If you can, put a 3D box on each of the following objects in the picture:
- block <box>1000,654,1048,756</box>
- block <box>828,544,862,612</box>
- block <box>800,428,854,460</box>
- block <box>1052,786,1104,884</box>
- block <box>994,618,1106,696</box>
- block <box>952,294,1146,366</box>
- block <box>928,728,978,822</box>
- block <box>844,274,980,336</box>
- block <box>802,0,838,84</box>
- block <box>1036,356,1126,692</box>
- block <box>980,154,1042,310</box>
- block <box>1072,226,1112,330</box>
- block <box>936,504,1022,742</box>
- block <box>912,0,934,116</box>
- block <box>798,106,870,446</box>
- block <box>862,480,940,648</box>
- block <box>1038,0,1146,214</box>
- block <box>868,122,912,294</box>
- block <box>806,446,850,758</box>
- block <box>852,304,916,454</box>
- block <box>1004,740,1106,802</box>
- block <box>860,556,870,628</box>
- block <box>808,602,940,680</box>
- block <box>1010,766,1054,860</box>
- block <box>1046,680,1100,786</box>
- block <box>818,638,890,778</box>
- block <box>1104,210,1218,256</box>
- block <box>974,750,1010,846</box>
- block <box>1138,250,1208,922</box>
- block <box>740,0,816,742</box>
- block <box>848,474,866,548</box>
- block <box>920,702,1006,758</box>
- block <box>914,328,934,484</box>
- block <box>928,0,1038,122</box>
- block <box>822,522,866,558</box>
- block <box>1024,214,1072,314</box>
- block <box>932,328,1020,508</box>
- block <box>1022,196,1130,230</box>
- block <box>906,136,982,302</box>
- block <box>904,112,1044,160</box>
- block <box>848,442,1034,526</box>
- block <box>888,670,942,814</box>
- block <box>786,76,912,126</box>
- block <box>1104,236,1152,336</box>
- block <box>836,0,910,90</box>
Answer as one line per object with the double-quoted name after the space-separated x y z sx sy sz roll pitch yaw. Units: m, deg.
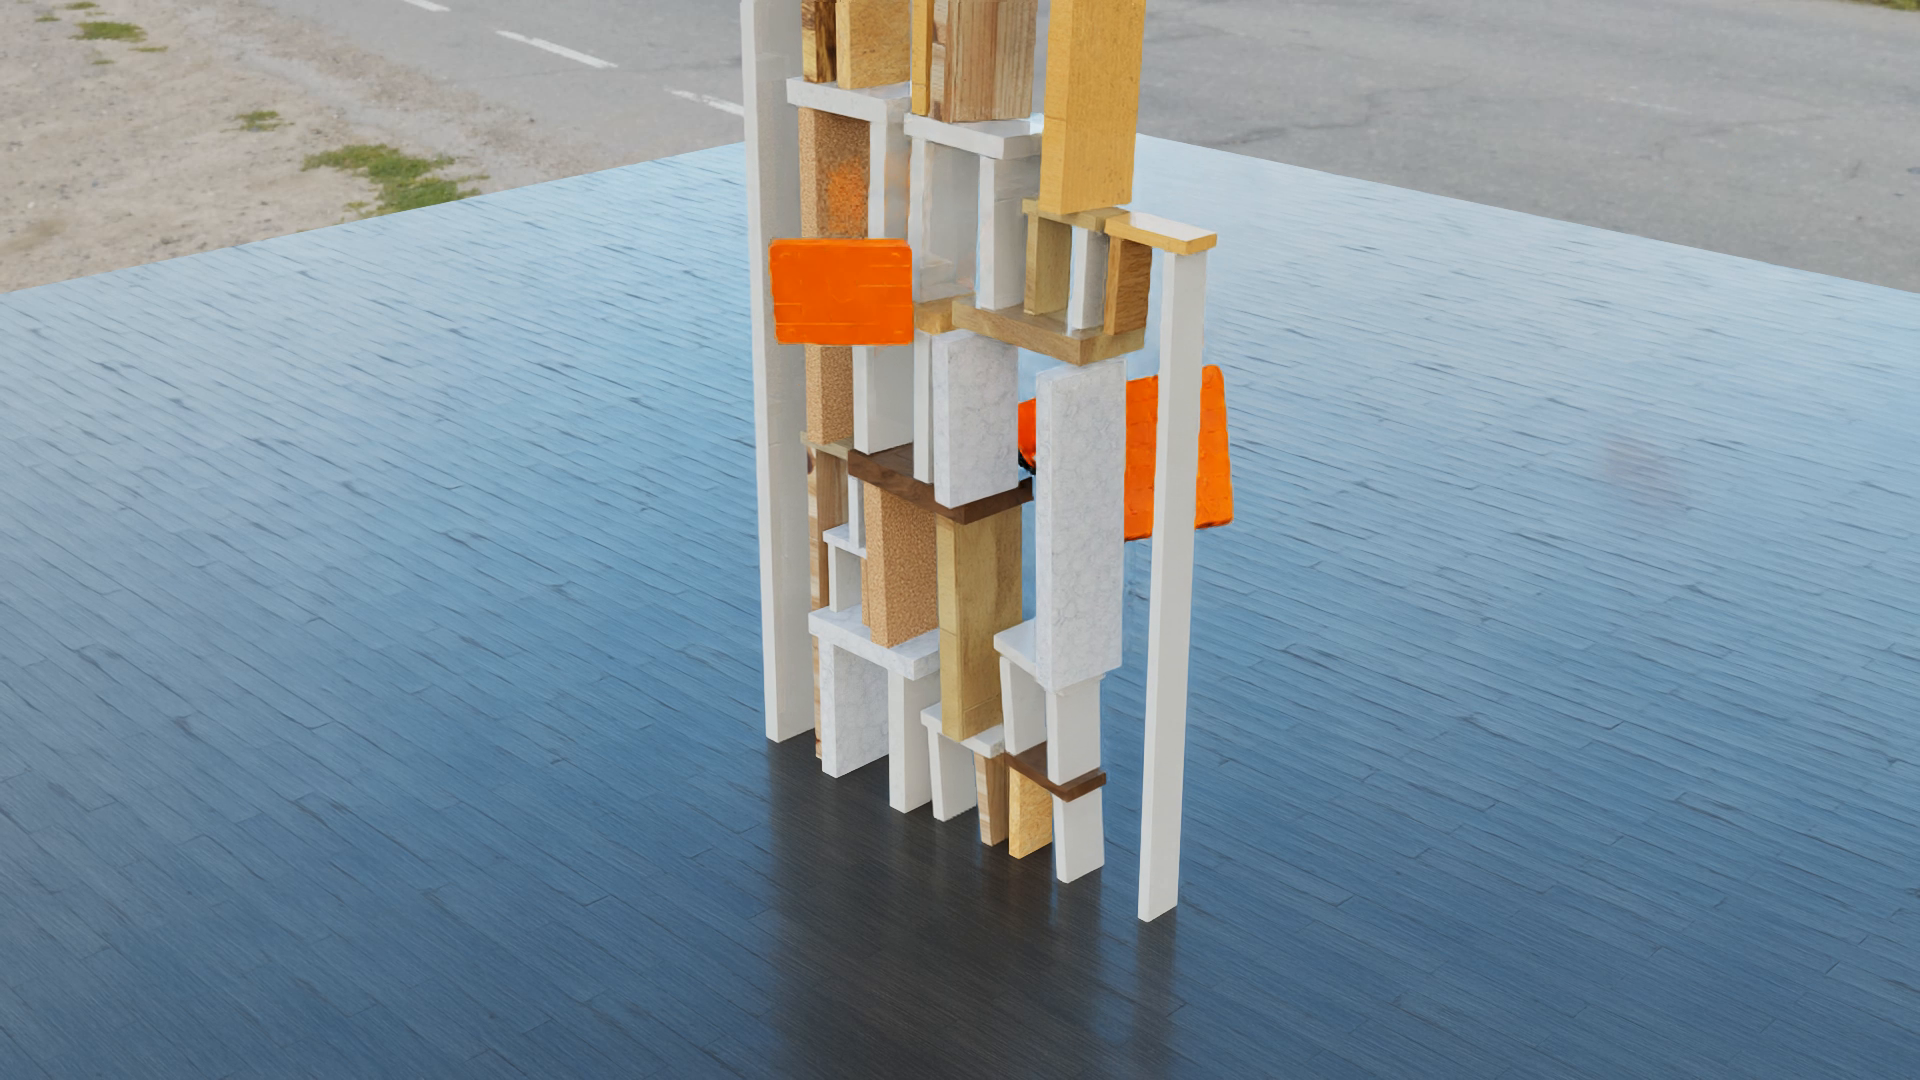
0.130 0.300 4.214 0.103 0.206 0.029 -22 30 -33 "block"
-0.234 0.067 4.505 0.074 0.148 0.021 -21 31 -41 "block"
-0.223 -0.194 4.378 0.182 0.026 0.091 21 31 41 "block"
0.228 0.553 4.202 0.096 0.193 0.027 -21 31 -32 "block"
0.166 0.216 4.097 0.103 0.029 0.206 -21 36 -31 "block"
0.153 -0.378 3.854 0.159 0.045 0.319 -18 29 -39 "block"
-0.012 0.456 4.428 0.100 0.200 0.028 -21 27 -39 "block"
-0.070 -0.445 4.084 0.145 0.041 0.291 -17 28 -35 "block"
-0.224 -0.993 4.055 0.141 0.282 0.040 -18 27 -37 "block"
0.212 -0.025 3.872 0.159 0.609 0.045 -18 32 -29 "block"
0.096 -0.547 3.853 0.133 0.266 0.038 -18 27 -37 "block"
0.233 -0.451 3.741 0.086 0.172 0.024 -16 26 -41 "block"
0.041 0.146 4.223 0.171 0.469 0.049 -21 31 -37 "block"
-0.016 -0.908 3.872 0.140 0.304 0.040 -15 26 -36 "block"
-0.230 -0.518 4.262 0.158 0.661 0.045 -21 31 -40 "block"
-0.105 0.025 4.352 0.049 0.343 0.171 19 30 42 "block"
0.223 -0.782 3.651 0.177 0.461 0.050 -16 27 -42 "block"
-0.092 -0.625 4.051 0.157 0.315 0.045 -18 31 -37 "block"
-0.265 0.126 4.559 0.091 0.706 0.026 -21 31 -41 "block"
-0.134 -0.322 4.220 0.145 0.291 0.041 -17 28 -36 "block"
0.181 0.434 4.201 0.096 0.027 0.193 -21 31 -31 "block"
-0.164 0.095 4.440 0.074 0.148 0.021 -21 31 -40 "block"
-0.146 0.192 4.457 0.155 0.044 0.310 -21 31 -41 "block"
0.140 0.517 4.295 0.096 0.193 0.027 -21 31 -41 "block"
0.212 0.348 4.105 0.103 0.206 0.029 -21 33 -31 "block"
-0.219 0.326 4.594 0.155 0.311 0.044 -21 31 -41 "block"
0.333 -0.509 3.646 0.169 0.024 0.085 23 30 38 "block"
0.082 0.492 4.338 0.100 0.200 0.028 -22 27 -37 "block"
0.371 0.107 3.870 0.024 1.279 0.085 21 31 41 "block"
-0.351 -0.378 4.450 0.141 1.719 0.040 -20 30 -39 "block"
-0.179 -0.082 4.379 0.026 0.182 0.091 21 31 40 "block"
0.027 0.366 4.341 0.100 0.028 0.200 -22 31 -38 "block"
-0.014 -0.261 4.078 0.145 0.291 0.041 -17 29 -35 "block"
0.044 -0.910 3.811 0.177 0.355 0.050 -8 24 -27 "block"
-0.199 0.002 4.440 0.148 0.021 0.074 21 31 40 "block"
0.154 -0.483 3.819 0.086 0.172 0.024 -16 26 -40 "block"
0.030 -0.229 3.978 0.159 0.319 0.045 -18 30 -33 "block"
0.197 -0.560 3.747 0.086 0.024 0.172 -16 27 -41 "block"
-0.029 -0.587 3.982 0.133 0.297 0.038 -16 29 -38 "block"
0.037 -0.716 3.858 0.133 0.038 0.265 -16 28 -38 "block"
-0.040 -0.124 4.196 0.171 0.049 0.343 -21 31 -36 "block"
-0.072 0.384 4.459 0.044 0.311 0.155 21 31 41 "block"
-0.165 -0.817 4.049 0.158 0.045 0.315 -16 26 -35 "block"
0.285 -0.436 3.715 0.024 0.169 0.085 24 31 39 "block"
-0.158 -0.966 3.985 0.139 0.279 0.040 -18 28 -38 "block"
